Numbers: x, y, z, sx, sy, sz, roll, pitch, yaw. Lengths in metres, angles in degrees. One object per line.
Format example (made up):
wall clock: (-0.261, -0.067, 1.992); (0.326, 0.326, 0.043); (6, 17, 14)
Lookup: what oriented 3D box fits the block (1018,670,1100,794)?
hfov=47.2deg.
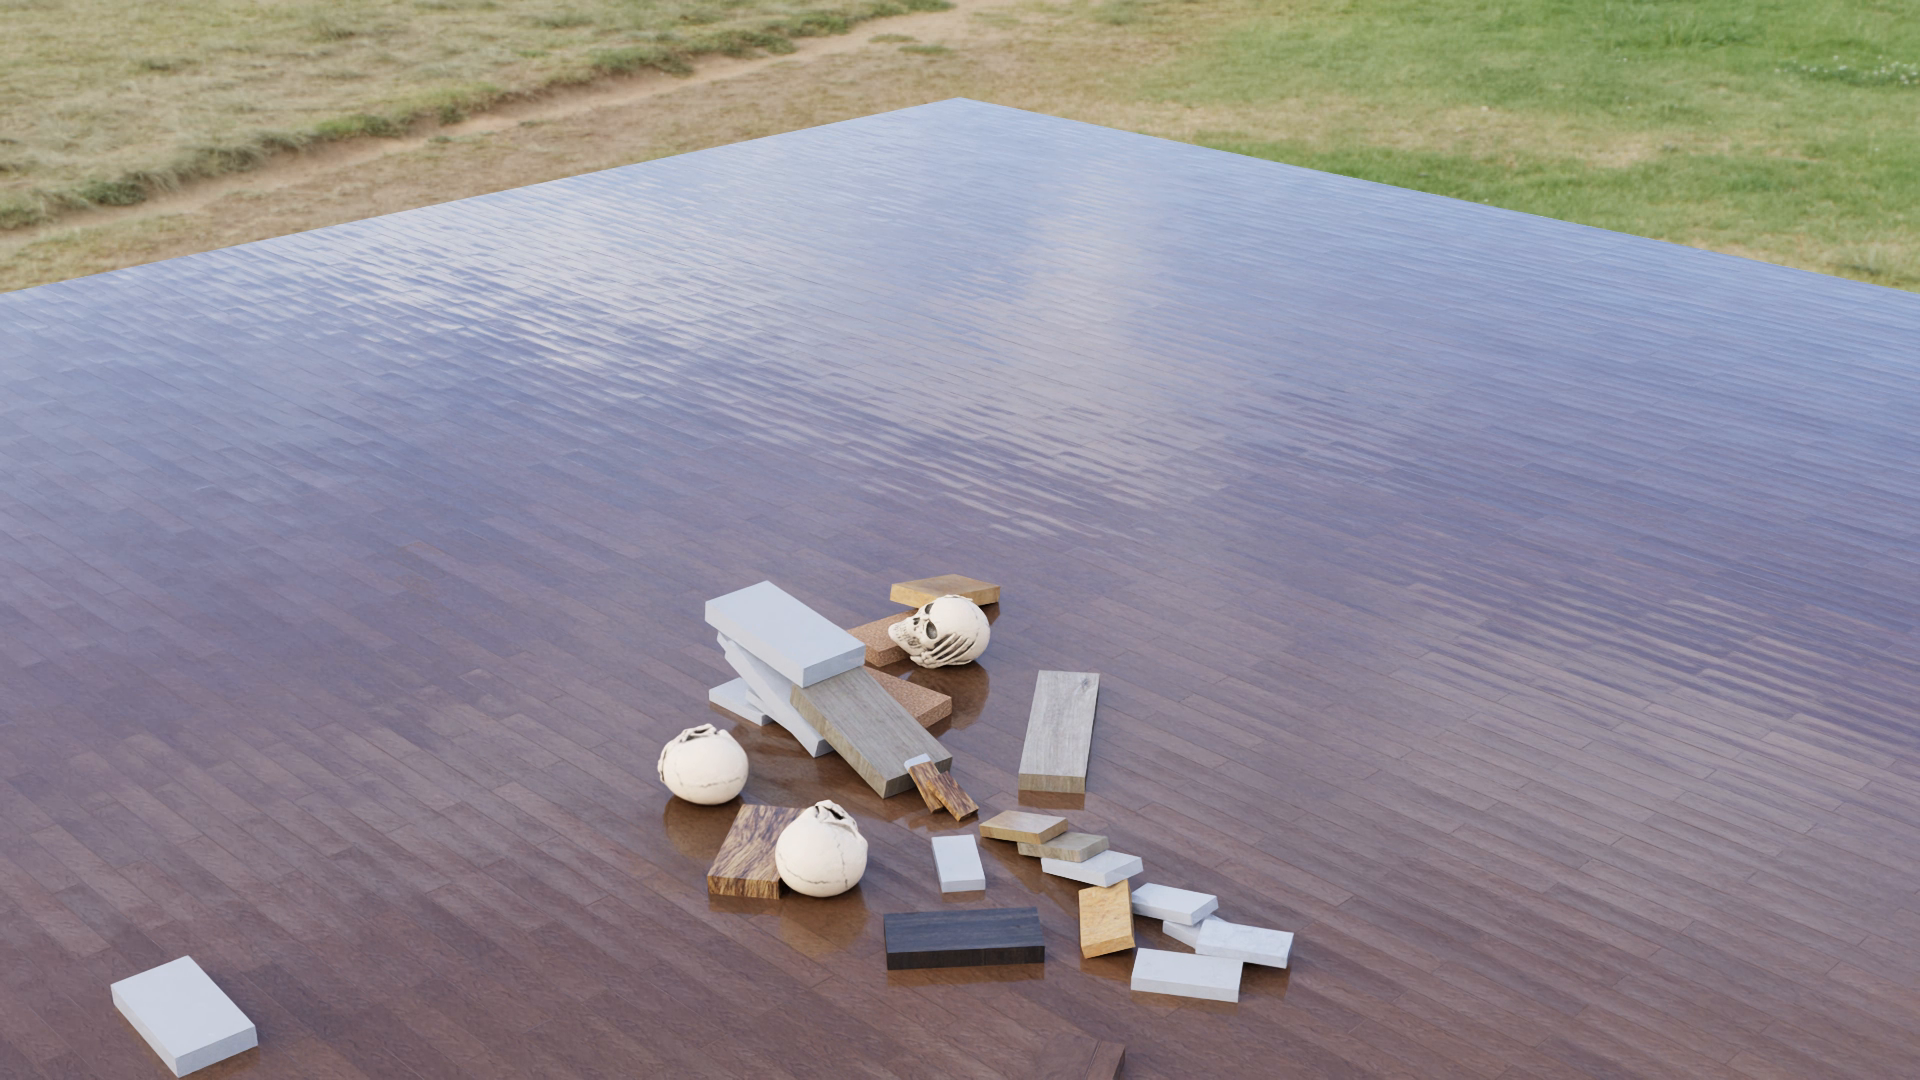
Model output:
block: (0.218, 0.408, 4.749); (0.137, 0.039, 0.480); (3, 23, 6)

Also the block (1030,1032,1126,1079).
block: (0.178, 0.902, 3.588); (0.129, 0.036, 0.257); (7, 24, 15)

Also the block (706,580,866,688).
block: (-0.385, 0.203, 4.826); (0.173, 0.049, 0.346); (-20, 36, -39)

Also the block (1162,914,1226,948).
block: (0.460, 0.724, 4.026); (0.163, 0.023, 0.081); (21, 31, 40)

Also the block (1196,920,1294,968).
block: (0.513, 0.727, 3.960); (0.163, 0.023, 0.081); (7, 24, 15)

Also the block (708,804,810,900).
block: (-0.390, 0.604, 4.286); (0.137, 0.039, 0.274); (4, 23, 8)

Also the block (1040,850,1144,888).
block: (0.251, 0.620, 4.199); (0.094, 0.027, 0.188); (-17, 12, -35)

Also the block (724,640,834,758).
block: (-0.343, 0.321, 4.796); (0.173, 0.049, 0.346); (-18, 48, -37)

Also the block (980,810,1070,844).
block: (0.125, 0.566, 4.338); (0.083, 0.023, 0.166); (-22, 15, -42)

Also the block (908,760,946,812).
block: (-0.057, 0.503, 4.482); (0.053, 0.015, 0.106); (-12, 59, -33)

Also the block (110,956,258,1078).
block: (-1.337, 0.817, 3.785); (0.139, 0.040, 0.279); (-19, 29, -37)

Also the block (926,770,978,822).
block: (-0.015, 0.519, 4.459); (0.053, 0.015, 0.106); (-21, 58, -40)

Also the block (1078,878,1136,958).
block: (0.270, 0.696, 4.051); (0.094, 0.027, 0.188); (-15, 22, 8)

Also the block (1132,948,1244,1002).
block: (0.404, 0.772, 3.906); (0.188, 0.027, 0.094); (5, 23, 11)

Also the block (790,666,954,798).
block: (-0.190, 0.399, 4.645); (0.173, 0.049, 0.346); (-17, 43, -35)

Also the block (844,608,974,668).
block: (-0.120, 0.220, 5.191); (0.279, 0.040, 0.140); (-17, 28, -34)

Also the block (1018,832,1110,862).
block: (0.200, 0.592, 4.263); (0.083, 0.023, 0.166); (-19, 13, -42)

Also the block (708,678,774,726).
block: (-0.466, 0.358, 4.884); (0.178, 0.025, 0.089); (21, 31, 40)

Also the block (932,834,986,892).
block: (-0.004, 0.625, 4.257); (0.083, 0.023, 0.166); (-3, 23, -7)

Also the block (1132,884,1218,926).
block: (0.390, 0.677, 4.090); (0.163, 0.023, 0.081); (3, 19, 44)

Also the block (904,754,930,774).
block: (-0.065, 0.491, 4.510); (0.053, 0.015, 0.106); (-18, 64, -36)

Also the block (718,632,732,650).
block: (-0.457, 0.259, 4.898); (0.089, 0.025, 0.178); (-14, 46, -34)

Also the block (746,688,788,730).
block: (-0.377, 0.366, 4.813); (0.178, 0.025, 0.089); (32, 37, 34)

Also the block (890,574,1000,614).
block: (-0.034, 0.129, 5.320); (0.137, 0.039, 0.275); (15, 12, 31)

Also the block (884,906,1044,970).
block: (0.006, 0.725, 4.005); (0.283, 0.036, 0.129); (-2, 23, -4)

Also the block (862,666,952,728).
block: (-0.171, 0.352, 4.881); (0.279, 0.040, 0.140); (17, 28, 35)
